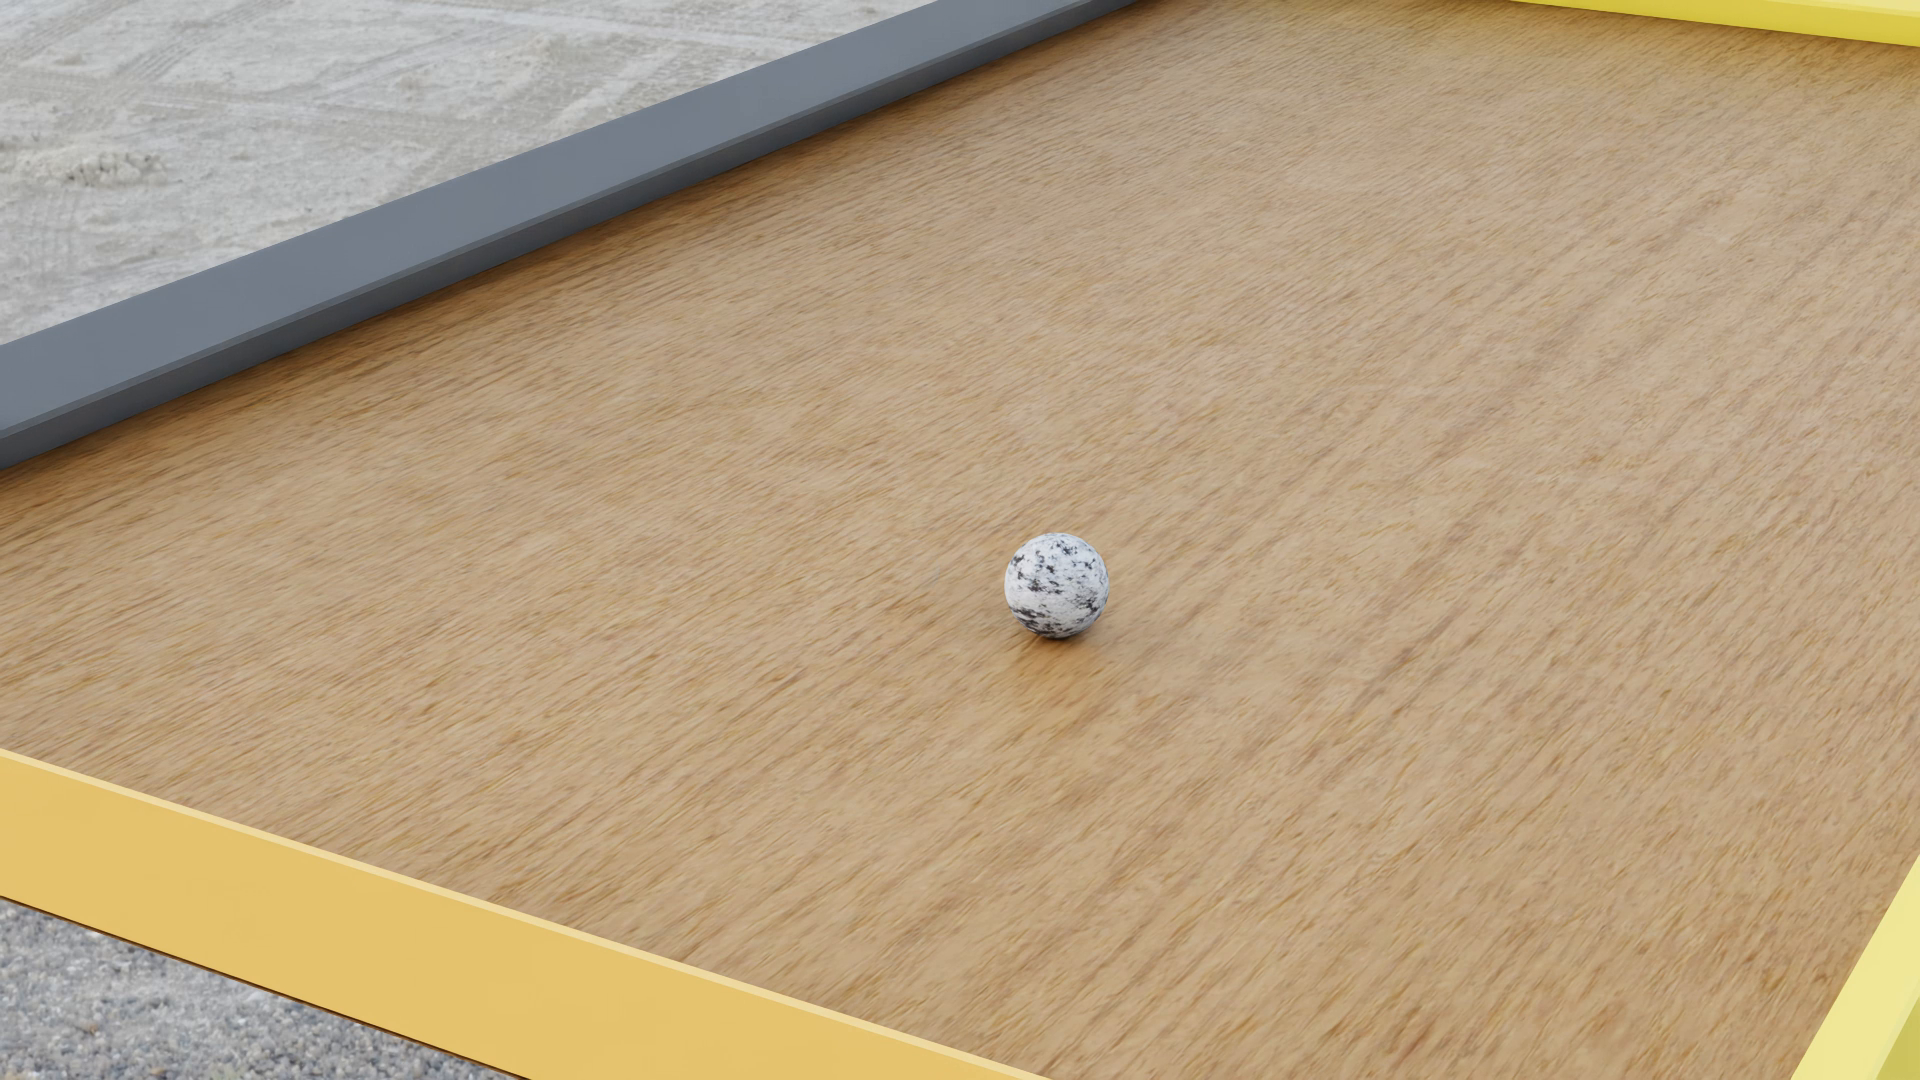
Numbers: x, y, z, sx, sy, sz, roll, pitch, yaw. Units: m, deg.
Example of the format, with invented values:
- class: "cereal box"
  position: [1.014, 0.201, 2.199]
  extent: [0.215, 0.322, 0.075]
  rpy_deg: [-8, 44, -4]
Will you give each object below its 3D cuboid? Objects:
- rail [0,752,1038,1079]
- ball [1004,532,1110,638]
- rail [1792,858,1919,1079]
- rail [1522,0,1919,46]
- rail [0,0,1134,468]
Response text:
- class: "rail"
  position: [-0.315, 0.192, 1.517]
  extent: [1.467, 0.094, 0.045]
  rpy_deg: [13, 26, 28]
- class: "ball"
  position: [0.064, 0.030, 1.939]
  extent: [0.069, 0.069, 0.069]
  rpy_deg: [0, 23, 0]
- class: "rail"
  position: [0.942, -0.099, 2.214]
  extent: [0.045, 0.094, 2.613]
  rpy_deg: [13, 26, 28]
- class: "rail"
  position: [0.969, -0.663, 3.568]
  extent: [1.467, 0.094, 0.045]
  rpy_deg: [13, 26, 28]
- class: "rail"
  position: [-0.288, -0.373, 2.870]
  extent: [0.045, 0.094, 2.613]
  rpy_deg: [13, 26, 28]
